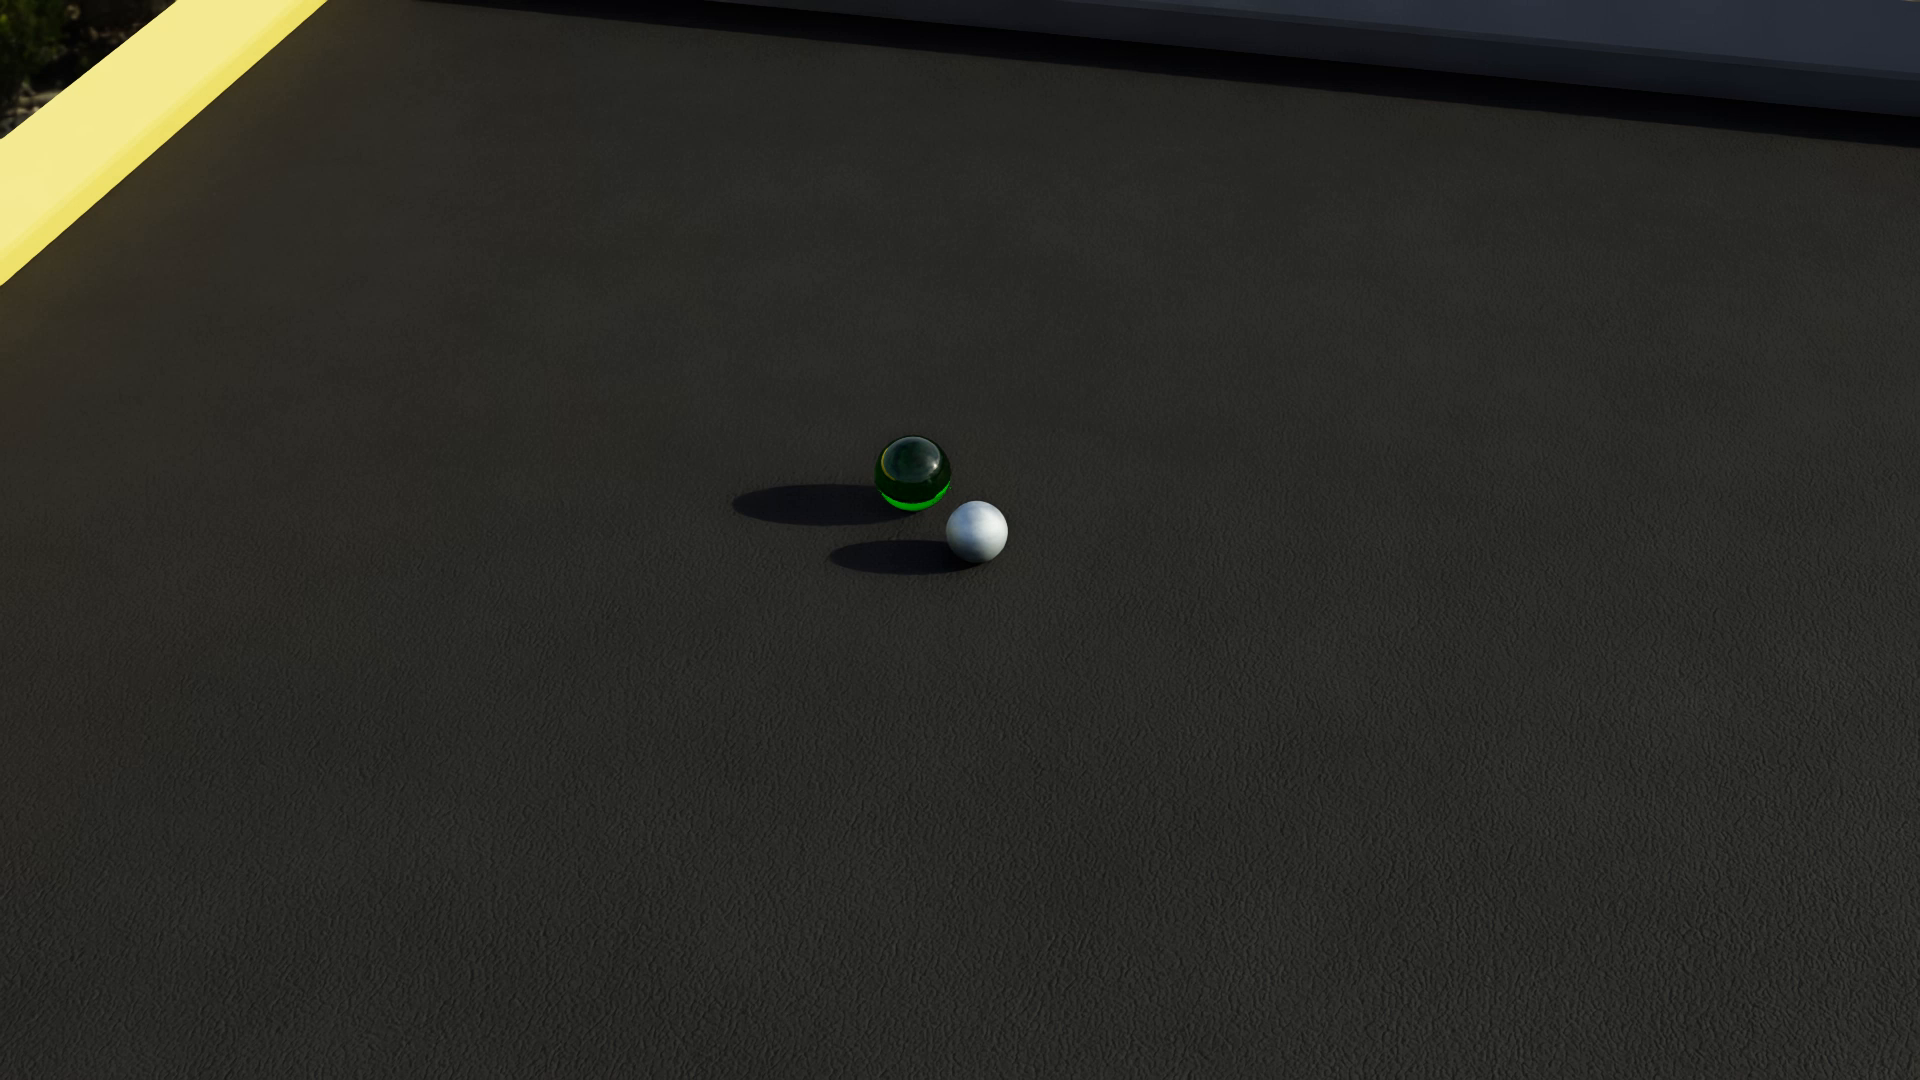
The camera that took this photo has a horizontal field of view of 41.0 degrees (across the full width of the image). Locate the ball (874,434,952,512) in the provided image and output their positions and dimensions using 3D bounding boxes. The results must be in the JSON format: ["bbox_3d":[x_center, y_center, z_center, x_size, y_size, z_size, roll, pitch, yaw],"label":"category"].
[{"bbox_3d":[-0.037,-0.053,2.024,0.060,0.060,0.060,0,34,0],"label":"ball"}]

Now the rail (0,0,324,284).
[{"bbox_3d":[-0.909,-0.153,2.115,0.045,0.121,2.046,8,35,11],"label":"rail"}]

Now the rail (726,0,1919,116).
[{"bbox_3d":[1.167,-0.449,2.549,3.837,0.121,0.045,8,35,11],"label":"rail"}]

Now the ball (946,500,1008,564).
[{"bbox_3d":[0.013,-0.006,1.967,0.048,0.048,0.048,0,34,0],"label":"ball"}]
